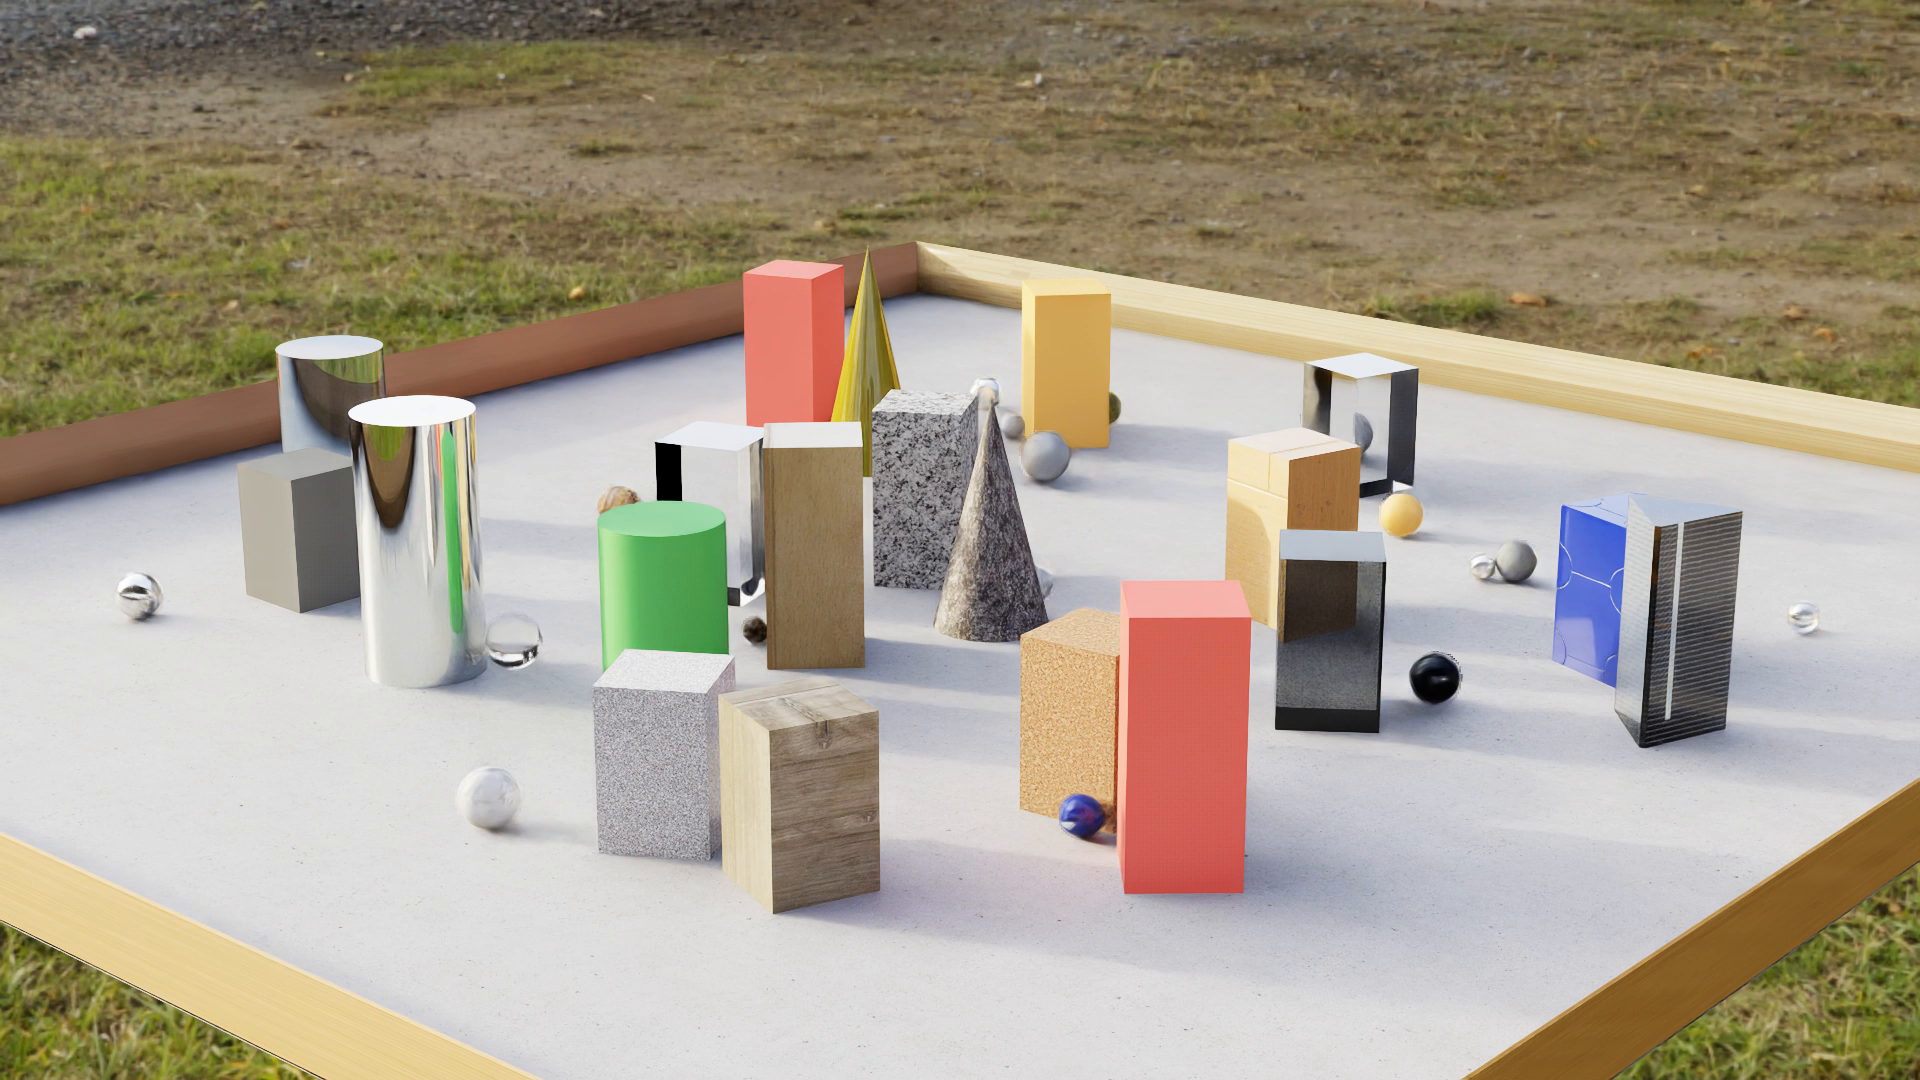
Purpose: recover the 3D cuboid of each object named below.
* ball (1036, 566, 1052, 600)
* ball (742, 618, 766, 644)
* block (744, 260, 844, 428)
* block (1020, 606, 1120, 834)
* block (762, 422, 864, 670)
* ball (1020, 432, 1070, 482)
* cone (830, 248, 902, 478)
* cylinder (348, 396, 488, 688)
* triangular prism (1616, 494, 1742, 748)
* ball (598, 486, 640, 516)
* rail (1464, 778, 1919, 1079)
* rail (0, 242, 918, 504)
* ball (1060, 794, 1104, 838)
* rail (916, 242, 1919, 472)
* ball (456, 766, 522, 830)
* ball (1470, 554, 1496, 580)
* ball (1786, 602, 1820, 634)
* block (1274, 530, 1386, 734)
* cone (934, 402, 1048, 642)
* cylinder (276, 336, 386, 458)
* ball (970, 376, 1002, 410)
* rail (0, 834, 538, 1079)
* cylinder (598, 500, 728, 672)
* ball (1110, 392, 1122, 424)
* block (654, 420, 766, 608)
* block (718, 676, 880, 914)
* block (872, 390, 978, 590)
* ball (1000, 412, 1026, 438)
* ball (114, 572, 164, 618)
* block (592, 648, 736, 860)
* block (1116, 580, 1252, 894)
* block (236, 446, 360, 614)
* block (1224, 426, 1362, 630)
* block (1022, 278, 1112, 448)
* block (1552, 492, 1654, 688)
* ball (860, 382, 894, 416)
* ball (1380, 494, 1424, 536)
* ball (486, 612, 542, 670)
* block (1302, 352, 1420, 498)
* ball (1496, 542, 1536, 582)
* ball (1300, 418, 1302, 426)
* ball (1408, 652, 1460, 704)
[{"bbox_3d":[0.131,0.077,5.091,0.062,0.062,0.062,0,17,0],"label":"ball"},{"bbox_3d":[-0.340,0.151,4.880,0.042,0.042,0.042,0,17,0],"label":"ball"},{"bbox_3d":[-0.350,-0.408,6.220,0.158,0.338,0.158,7,18,22],"label":"block"},{"bbox_3d":[0.195,0.253,4.159,0.158,0.261,0.158,12,20,34],"label":"block"},{"bbox_3d":[-0.238,0.008,4.782,0.158,0.372,0.158,-1,17,-3],"label":"block"},{"bbox_3d":[0.171,-0.167,5.835,0.099,0.099,0.099,0,17,0],"label":"ball"},{"bbox_3d":[-0.183,-0.370,5.898,0.198,0.452,0.198,0,17,0],"label":"cone"},{"bbox_3d":[-0.867,0.001,4.701,0.198,0.431,0.198,0,17,0],"label":"cylinder"},{"bbox_3d":[1.062,0.116,4.465,0.171,0.348,0.148,-10,19,-29],"label":"triangular prism"},{"bbox_3d":[-0.639,-0.060,5.508,0.084,0.084,0.084,0,17,0],"label":"ball"},{"bbox_3d":[1.318,0.362,4.024,0.045,0.128,3.733,14,22,39],"label":"rail"},{"bbox_3d":[-1.318,-0.298,6.216,0.045,0.128,3.733,14,22,39],"label":"rail"},{"bbox_3d":[0.170,0.384,4.075,0.060,0.060,0.060,0,17,0],"label":"ball"},{"bbox_3d":[1.208,-0.369,6.452,3.540,0.128,0.045,14,22,39],"label":"rail"},{"bbox_3d":[-0.659,0.360,4.103,0.089,0.089,0.089,0,17,0],"label":"ball"},{"bbox_3d":[0.929,0.048,5.212,0.046,0.046,0.046,0,17,0],"label":"ball"},{"bbox_3d":[1.417,0.130,4.928,0.054,0.054,0.054,0,17,0],"label":"ball"},{"bbox_3d":[0.568,0.139,4.517,0.158,0.274,0.158,2,17,5],"label":"block"},{"bbox_3d":[0.053,-0.047,4.924,0.198,0.396,0.198,0,17,0],"label":"cone"},{"bbox_3d":[-1.181,-0.201,5.537,0.198,0.335,0.198,0,17,0],"label":"cylinder"},{"bbox_3d":[0.056,-0.319,6.385,0.073,0.073,0.073,0,17,0],"label":"ball"},{"bbox_3d":[-1.208,0.434,3.788,3.540,0.128,0.045,14,22,39],"label":"rail"},{"bbox_3d":[-0.460,0.111,4.563,0.198,0.301,0.198,0,17,0],"label":"cylinder"},{"bbox_3d":[0.310,-0.283,6.266,0.073,0.073,0.073,0,17,0],"label":"ball"},{"bbox_3d":[-0.422,-0.048,5.126,0.158,0.279,0.158,7,18,21],"label":"block"},{"bbox_3d":[-0.213,0.336,3.896,0.158,0.255,0.158,-9,19,-27],"label":"block"},{"bbox_3d":[-0.060,-0.089,5.196,0.158,0.319,0.158,3,17,11],"label":"block"},{"bbox_3d":[0.111,-0.243,6.167,0.053,0.053,0.053,0,17,0],"label":"ball"},{"bbox_3d":[-1.399,0.094,5.001,0.081,0.081,0.081,0,17,0],"label":"ball"},{"bbox_3d":[-0.405,0.295,4.052,0.158,0.243,0.158,3,17,10],"label":"block"},{"bbox_3d":[0.296,0.262,3.915,0.158,0.386,0.158,0,17,-1],"label":"block"},{"bbox_3d":[-1.138,-0.019,5.106,0.158,0.237,0.158,15,22,40],"label":"block"},{"bbox_3d":[0.566,-0.020,4.997,0.158,0.301,0.158,-11,20,-32],"label":"block"},{"bbox_3d":[0.220,-0.368,6.111,0.158,0.325,0.158,-2,17,-8],"label":"block"},{"bbox_3d":[1.076,0.079,4.731,0.158,0.266,0.158,-9,19,-28],"label":"block"},{"bbox_3d":[-0.174,-0.302,6.319,0.079,0.079,0.079,0,17,0],"label":"ball"},{"bbox_3d":[0.825,-0.047,5.470,0.080,0.080,0.080,0,17,0],"label":"ball"},{"bbox_3d":[-0.722,0.164,4.749,0.092,0.092,0.092,0,17,0],"label":"ball"},{"bbox_3d":[0.787,-0.226,5.782,0.158,0.243,0.158,-11,20,-32],"label":"block"},{"bbox_3d":[0.987,0.038,5.204,0.072,0.072,0.072,0,17,0],"label":"ball"},{"bbox_3d":[0.752,-0.236,6.064,0.099,0.099,0.099,0,17,0],"label":"ball"},{"bbox_3d":[0.744,0.217,4.595,0.079,0.079,0.079,0,17,0],"label":"ball"}]
